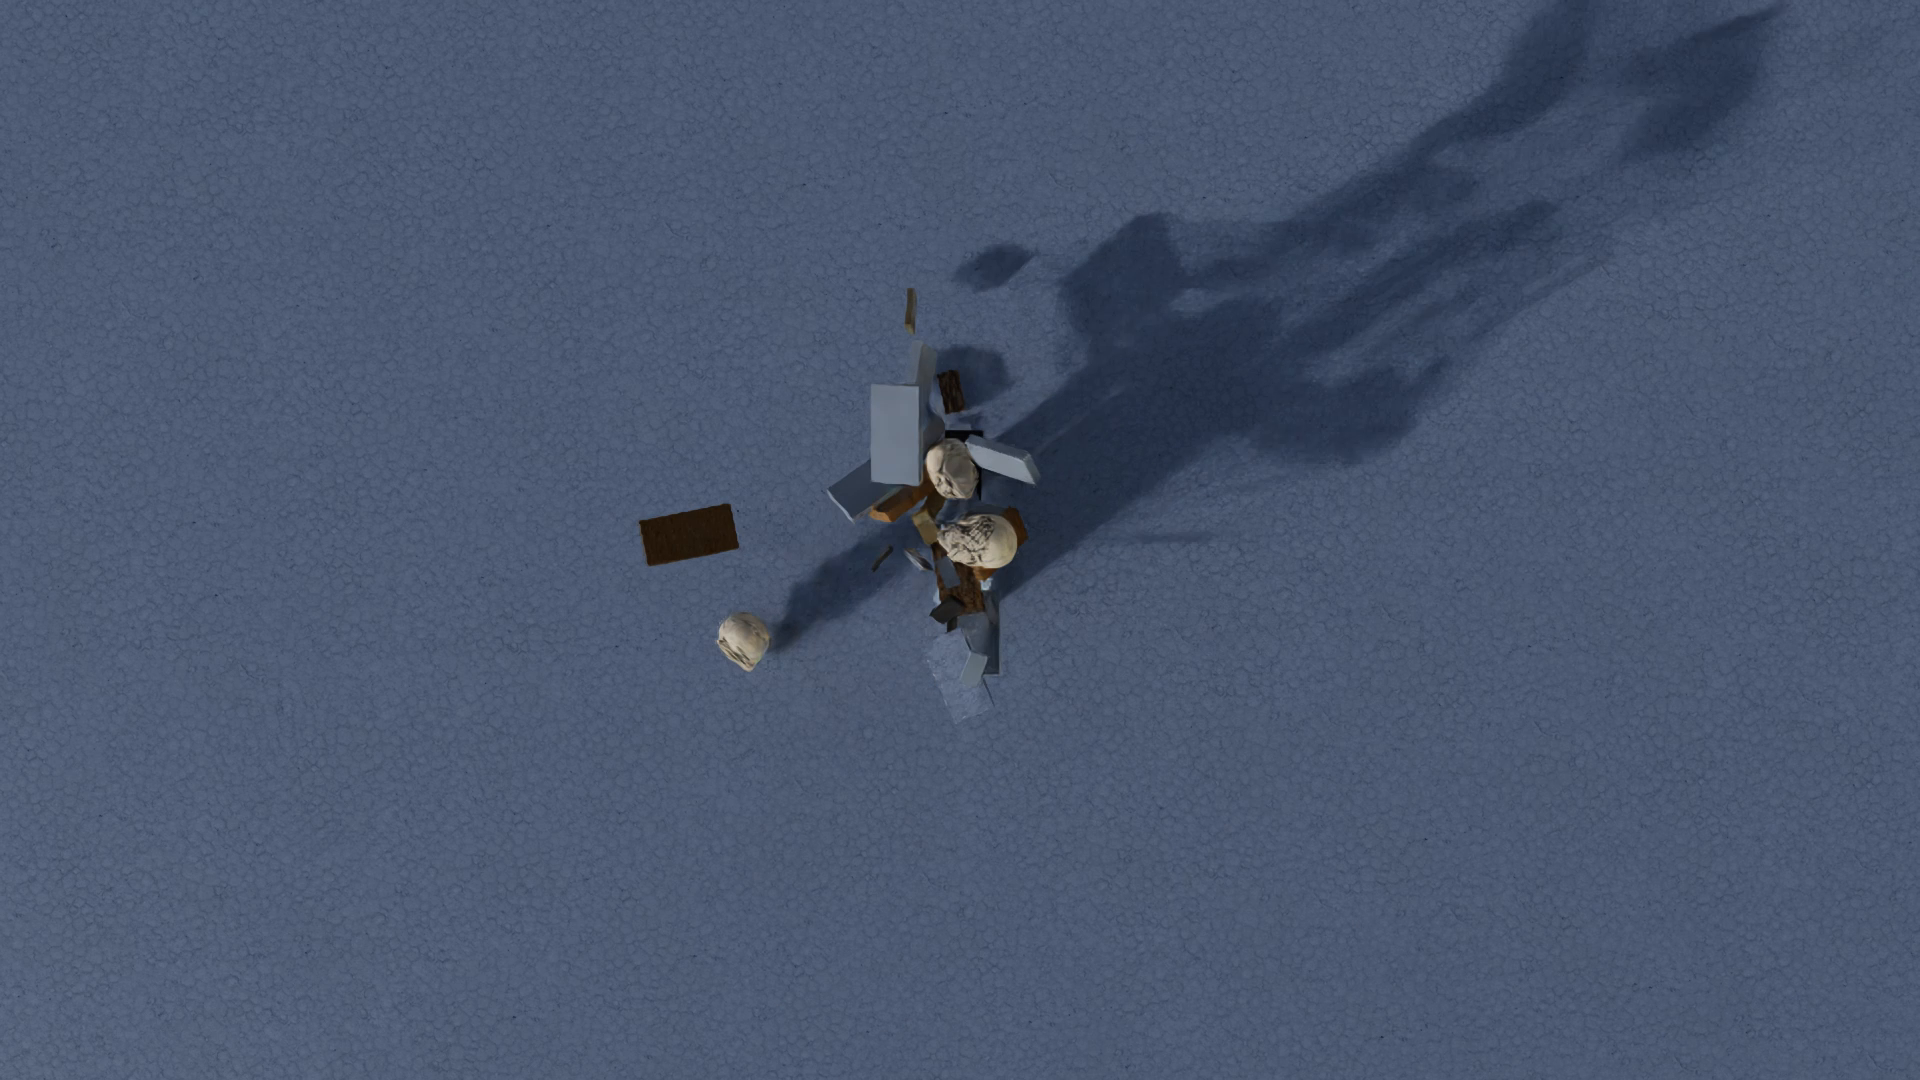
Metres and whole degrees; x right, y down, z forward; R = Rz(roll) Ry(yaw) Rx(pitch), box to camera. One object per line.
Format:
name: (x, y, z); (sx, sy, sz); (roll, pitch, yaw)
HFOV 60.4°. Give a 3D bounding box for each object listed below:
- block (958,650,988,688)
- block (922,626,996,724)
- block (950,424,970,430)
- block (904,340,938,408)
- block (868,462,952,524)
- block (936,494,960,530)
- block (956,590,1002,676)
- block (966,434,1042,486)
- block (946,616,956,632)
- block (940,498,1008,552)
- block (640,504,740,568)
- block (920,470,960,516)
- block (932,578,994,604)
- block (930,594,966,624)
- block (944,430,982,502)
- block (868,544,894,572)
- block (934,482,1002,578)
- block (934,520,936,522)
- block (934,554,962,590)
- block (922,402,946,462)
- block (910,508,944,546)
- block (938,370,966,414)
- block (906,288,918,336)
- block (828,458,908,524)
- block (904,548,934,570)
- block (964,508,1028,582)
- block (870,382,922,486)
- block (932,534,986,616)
block: (0.041, 0.389, 4.958); (0.054, 0.015, 0.109); (18, 108, -8)
block: (-0.005, 0.410, 5.011); (0.131, 0.037, 0.263); (-23, 89, 9)
block: (0.001, -0.315, 5.490); (0.069, 0.020, 0.138); (-1, 90, 0)
block: (-0.143, -0.438, 5.255); (0.037, 0.130, 0.371); (6, 79, 22)
block: (-0.158, -0.150, 5.161); (0.259, 0.130, 0.037); (-38, 115, -21)
block: (-0.039, -0.088, 5.144); (0.057, 0.016, 0.114); (1, 69, 32)
block: (0.058, 0.290, 5.121); (0.131, 0.037, 0.263); (-3, 76, 7)
block: (0.122, -0.228, 4.678); (0.219, 0.109, 0.031); (20, 63, 38)
block: (-0.004, 0.380, 5.273); (0.054, 0.015, 0.409); (-4, 56, -4)
block: (0.061, -0.043, 4.946); (0.219, 0.031, 0.109); (-25, 54, -33)
block: (-0.850, -0.015, 5.182); (0.286, 0.041, 0.143); (-12, 84, -10)
block: (-0.062, -0.148, 5.162); (0.057, 0.193, 0.016); (3, 135, 28)
block: (0.019, 0.135, 5.363); (0.153, 0.305, 0.043); (23, 55, 0)
block: (-0.037, 0.209, 4.943); (0.054, 0.015, 0.109); (36, 130, -17)
block: (0.010, -0.230, 5.271); (0.118, 0.033, 0.236); (1, 91, -1)
block: (-0.244, 0.056, 5.127); (0.014, 0.049, 0.097); (42, 86, -12)
block: (0.014, -0.016, 5.204); (0.153, 0.043, 0.305); (-16, 89, -1)
block: (-0.006, -0.005, 5.364); (0.153, 0.305, 0.043); (-1, 54, 0)
block: (-0.037, 0.100, 5.106); (0.049, 0.014, 0.097); (-22, 76, -2)
block: (-0.109, -0.313, 4.938); (0.041, 0.286, 0.143); (34, 87, 7)
block: (-0.102, -0.040, 5.102); (0.057, 0.016, 0.114); (-25, 121, 7)
block: (-0.028, -0.492, 5.490); (0.069, 0.020, 0.138); (-12, 90, 0)
block: (-0.160, -0.749, 5.402); (0.020, 0.069, 0.138); (0, 68, 9)
block: (-0.266, -0.176, 5.078); (0.259, 0.037, 0.130); (-36, 68, -16)
block: (-0.130, 0.061, 5.124); (0.097, 0.049, 0.014); (46, 119, 34)
block: (0.110, 0.012, 4.888); (0.219, 0.031, 0.109); (-44, 128, -31)
block: (-0.182, -0.305, 4.747); (0.143, 0.041, 0.286); (5, 105, 15)
block: (-0.008, 0.102, 5.130); (0.131, 0.037, 0.263); (-10, 76, 1)
